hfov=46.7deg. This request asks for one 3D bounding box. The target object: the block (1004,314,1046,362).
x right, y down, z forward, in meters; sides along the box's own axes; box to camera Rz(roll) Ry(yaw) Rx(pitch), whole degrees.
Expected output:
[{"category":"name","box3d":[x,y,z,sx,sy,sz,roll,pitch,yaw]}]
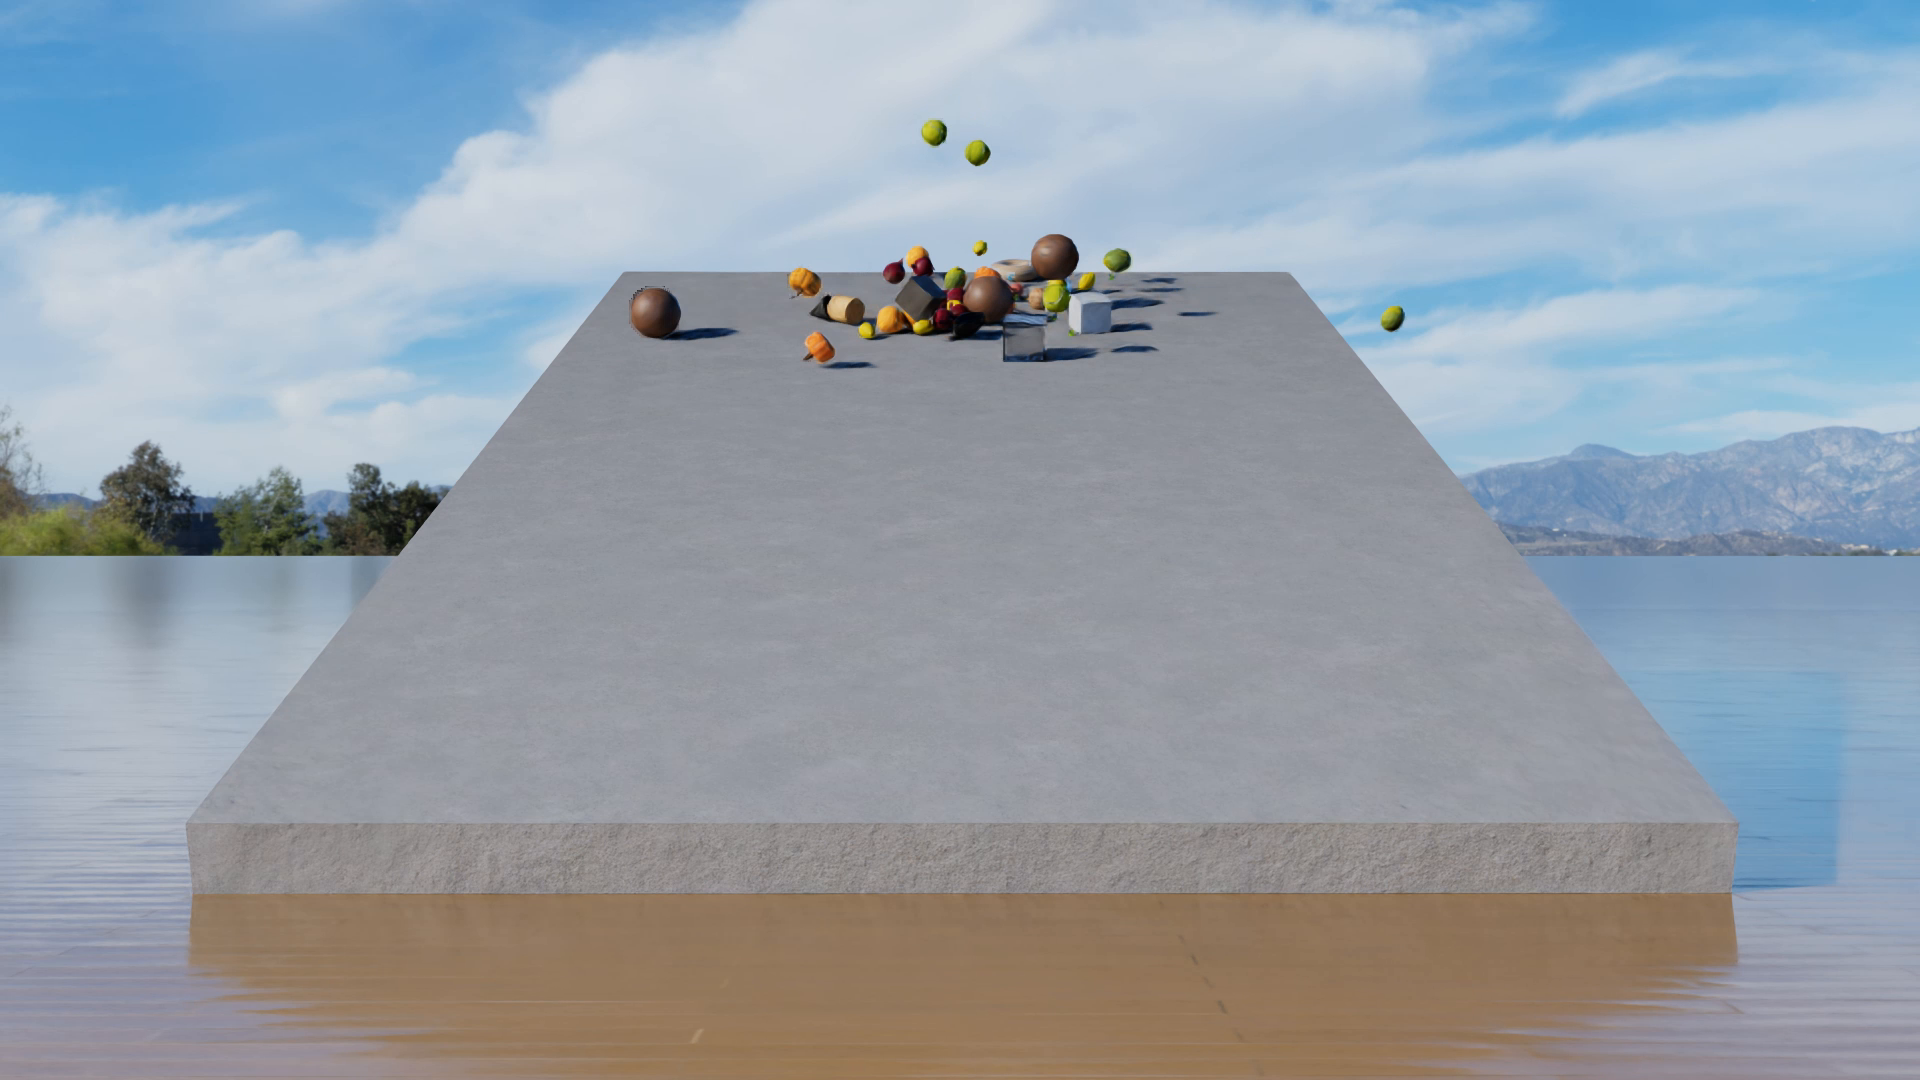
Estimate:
[{"category":"block","box3d":[0.161,-0.500,5.513,0.098,0.098,0.098,2,17,7]}]

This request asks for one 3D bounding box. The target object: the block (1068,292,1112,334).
[{"category":"block","box3d":[0.341,-0.595,5.828,0.085,0.085,0.085,-6,25,-18]}]

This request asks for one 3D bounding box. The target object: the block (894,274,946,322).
[{"category":"block","box3d":[-0.101,-0.619,5.689,0.081,0.081,0.081,-50,-13,25]}]

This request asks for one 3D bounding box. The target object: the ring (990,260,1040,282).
[{"category":"ring","box3d":[0.163,-0.795,6.562,0.148,0.049,0.148,0,18,0]}]

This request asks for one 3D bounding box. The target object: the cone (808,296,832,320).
[{"category":"cone","box3d":[-0.379,-0.614,5.969,0.072,0.072,0.072,-12,-6,26]}]

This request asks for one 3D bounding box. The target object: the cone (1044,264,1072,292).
[{"category":"cone","box3d":[0.260,-0.732,6.370,0.090,0.090,0.090,-23,-9,20]}]

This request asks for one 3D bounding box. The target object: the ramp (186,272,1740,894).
[{"category":"ramp","box3d":[-0.003,-0.174,4.787,2.000,0.100,4.000,0,17,0]}]

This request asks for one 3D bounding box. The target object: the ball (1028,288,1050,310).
[{"category":"ball","box3d":[0.217,-0.662,6.106,0.060,0.060,0.060,0,0,0]}]

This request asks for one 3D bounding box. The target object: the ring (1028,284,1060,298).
[{"category":"ring","box3d":[0.239,-0.709,6.310,0.092,0.031,0.092,0,17,0]}]
